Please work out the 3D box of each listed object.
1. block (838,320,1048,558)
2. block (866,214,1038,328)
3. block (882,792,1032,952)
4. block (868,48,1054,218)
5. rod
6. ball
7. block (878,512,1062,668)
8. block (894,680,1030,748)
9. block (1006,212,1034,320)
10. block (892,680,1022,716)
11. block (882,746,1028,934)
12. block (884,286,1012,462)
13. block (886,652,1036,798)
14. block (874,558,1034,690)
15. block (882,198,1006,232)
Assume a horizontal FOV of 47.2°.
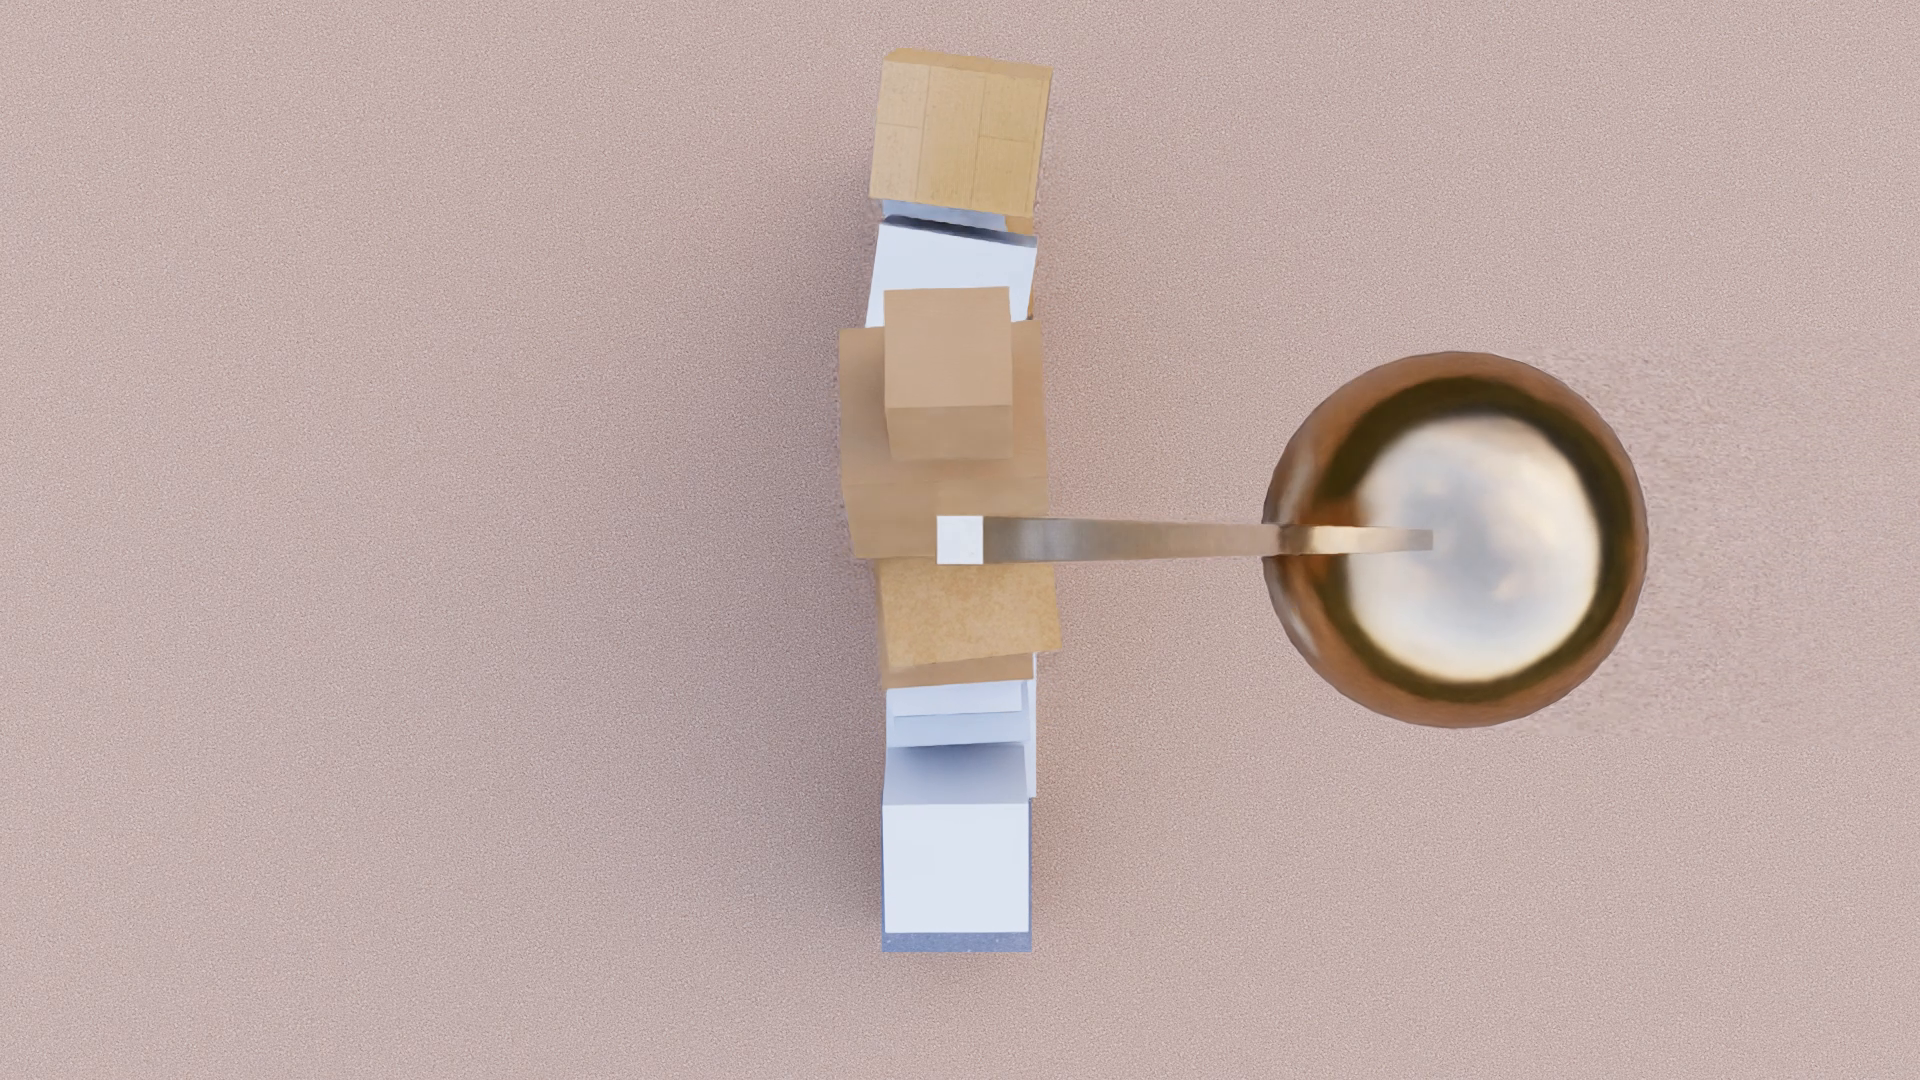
[{"bbox_3d":[-0.057,-0.369,8.383,0.742,0.778,0.625,-2,70,1],"label":"block"},{"bbox_3d":[-0.044,-1.122,10.316,0.718,0.637,0.660,9,103,0],"label":"block"},{"bbox_3d":[-0.019,1.856,12.609,0.834,0.782,0.869,0,90,0],"label":"block"},{"bbox_3d":[0.016,-1.894,10.183,0.742,0.770,0.609,8,107,2],"label":"block"},{"bbox_3d":[0.899,0.000,6.098,0.080,5.200,0.080,0,90,20],"label":"rod"},{"bbox_3d":[2.074,0.000,9.288,1.600,1.600,1.600,0,90,0],"label":"ball"},{"bbox_3d":[0.023,0.134,9.022,0.686,0.590,0.710,-6,87,-1],"label":"block"},{"bbox_3d":[-0.001,0.699,11.640,0.691,0.836,0.748,-3,85,0],"label":"block"},{"bbox_3d":[-0.004,-1.530,11.944,0.782,0.726,0.752,0,86,0],"label":"block"},{"bbox_3d":[-0.021,0.593,10.956,0.626,0.546,0.543,-2,85,0],"label":"block"},{"bbox_3d":[-0.020,1.589,11.743,0.747,0.735,0.734,-1,108,0],"label":"block"},{"bbox_3d":[-0.037,-0.583,7.792,0.436,0.477,0.448,-1,70,1],"label":"block"},{"bbox_3d":[0.007,0.991,12.536,0.820,0.928,0.842,0,90,0],"label":"block"},{"bbox_3d":[-0.036,0.316,10.303,0.692,0.712,0.713,-4,87,-1],"label":"block"},{"bbox_3d":[-0.089,-1.843,11.190,0.604,0.594,0.586,-4,119,1],"label":"block"}]
